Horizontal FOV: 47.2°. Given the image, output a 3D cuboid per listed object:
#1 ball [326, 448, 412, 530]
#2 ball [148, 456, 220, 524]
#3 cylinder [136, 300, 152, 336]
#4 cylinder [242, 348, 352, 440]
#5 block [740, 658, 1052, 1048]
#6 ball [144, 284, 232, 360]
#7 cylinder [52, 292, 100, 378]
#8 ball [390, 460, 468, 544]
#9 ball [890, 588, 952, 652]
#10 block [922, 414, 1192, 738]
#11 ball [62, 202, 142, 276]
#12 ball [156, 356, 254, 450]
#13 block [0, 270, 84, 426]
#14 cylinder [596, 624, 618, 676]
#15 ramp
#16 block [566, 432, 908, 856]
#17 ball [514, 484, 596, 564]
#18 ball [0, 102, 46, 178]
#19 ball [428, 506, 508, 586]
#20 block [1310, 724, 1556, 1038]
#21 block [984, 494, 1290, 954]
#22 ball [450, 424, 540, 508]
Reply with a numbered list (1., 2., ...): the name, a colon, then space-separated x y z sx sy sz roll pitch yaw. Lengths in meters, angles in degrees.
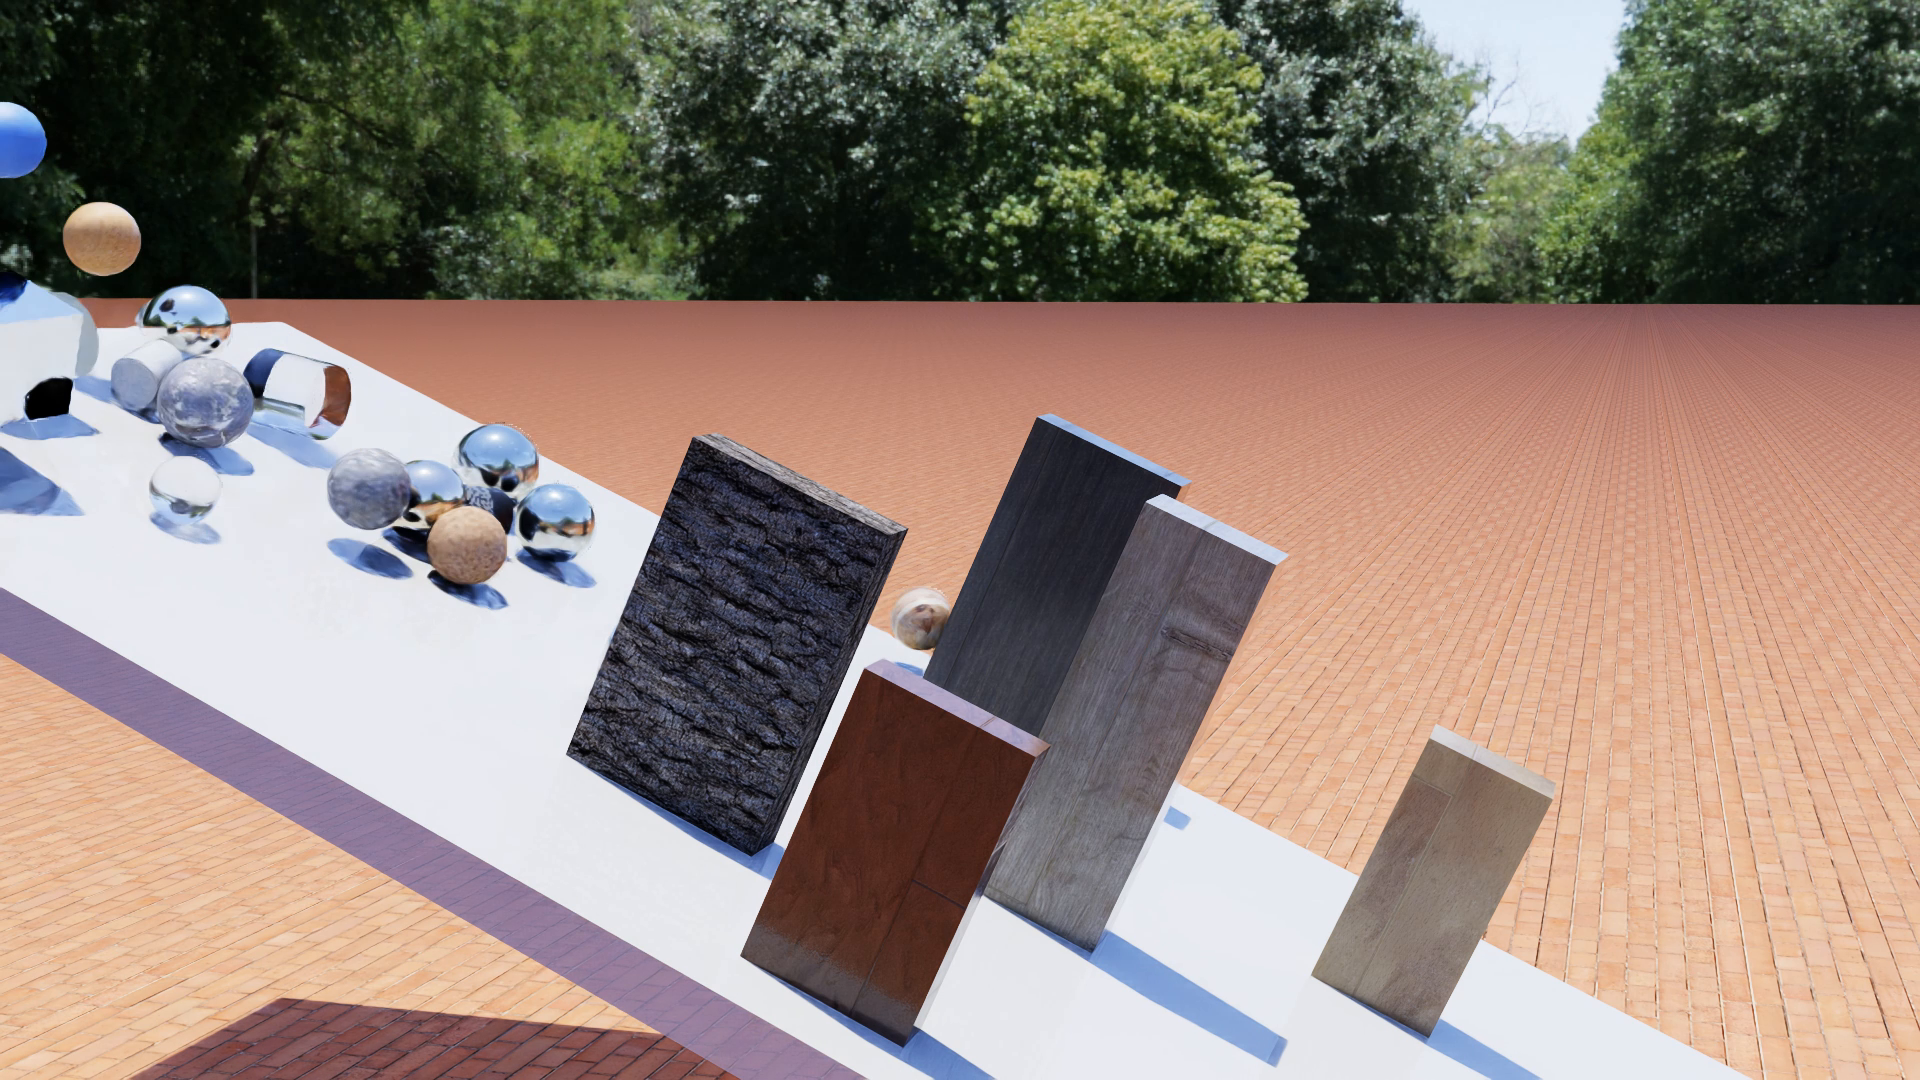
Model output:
1. ball: -1.137 -0.099 4.231 0.160 0.160 0.160 0 7 0
2. ball: -1.409 -0.091 3.996 0.125 0.125 0.125 0 7 0
3. cylinder: -1.723 -0.455 4.807 0.114 0.114 0.114 -30 -20 -12
4. cylinder: -1.415 -0.311 4.684 0.165 0.165 0.165 15 11 17
5. block: -0.099 0.462 3.259 0.284 0.493 0.085 27 13 13
6. ball: -1.637 -0.452 4.659 0.176 0.176 0.176 0 7 0
7. cylinder: -1.781 -0.378 4.228 0.166 0.166 0.166 -11 3 20
8. ball: -1.075 -0.078 4.416 0.169 0.169 0.169 0 7 0
9. ball: -0.086 0.179 4.947 0.141 0.141 0.141 0 7 0
10. block: 0.207 0.099 4.834 0.349 0.662 0.119 27 13 13
11. ball: -1.759 -0.618 4.508 0.151 0.151 0.151 0 7 0
12. ball: -1.512 -0.274 4.406 0.185 0.185 0.185 0 7 0
13. block: -1.690 -0.334 3.843 0.194 0.194 0.194 28 24 23
14. cylinder: -0.552 0.235 4.077 0.174 0.174 0.174 27 15 15
15. ramp: -0.279 0.481 4.179 4.000 0.100 2.000 27 13 13
16. block: -0.378 0.173 3.682 0.371 0.599 0.103 27 13 13
17. ball: -0.853 -0.035 4.631 0.169 0.169 0.169 0 7 0
18. ball: -1.787 -0.748 4.116 0.143 0.143 0.143 0 7 0
19. ball: -0.962 0.011 4.296 0.154 0.154 0.154 0 7 0
20. block: 0.899 0.646 4.184 0.247 0.521 0.137 27 13 13
21. block: 0.295 0.323 3.875 0.247 0.768 0.142 27 13 13
22. ball: -1.011 -0.156 4.784 0.191 0.191 0.191 0 7 0
